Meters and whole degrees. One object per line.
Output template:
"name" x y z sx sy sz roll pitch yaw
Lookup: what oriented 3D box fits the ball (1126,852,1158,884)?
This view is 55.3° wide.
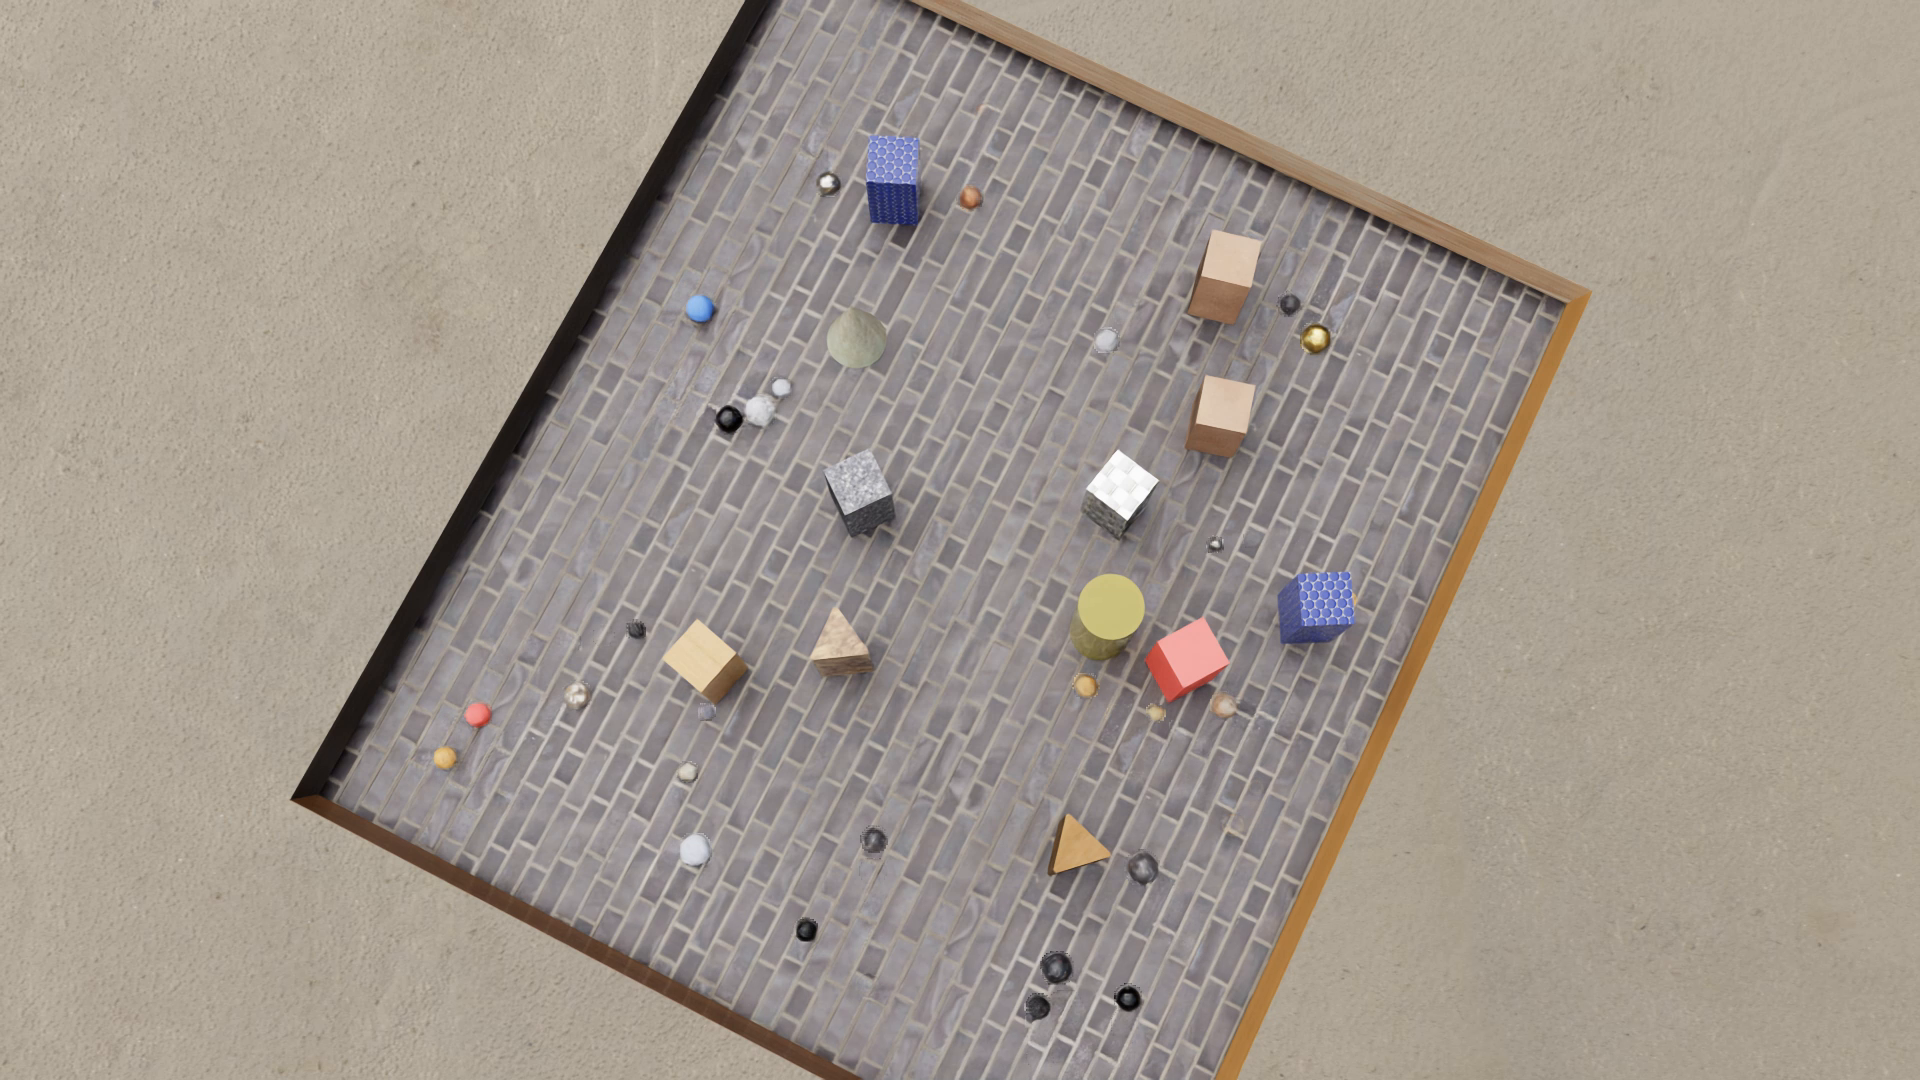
"ball" 0.536 0.962 5.369 0.094 0.094 0.094 0 78 0

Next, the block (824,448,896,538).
"block" -0.298 -0.137 5.482 0.150 0.319 0.150 -25 79 -5

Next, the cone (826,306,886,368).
"cone" -0.324 -0.662 5.590 0.188 0.319 0.188 0 78 0

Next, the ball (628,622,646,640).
"ball" -0.977 0.274 5.534 0.051 0.051 0.051 0 78 0

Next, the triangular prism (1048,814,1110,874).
"triangular prism" 0.318 0.863 5.248 0.163 0.372 0.141 -16 79 -3

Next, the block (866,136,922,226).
"block" -0.204 -1.111 5.678 0.150 0.329 0.150 4 78 1

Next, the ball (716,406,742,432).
"ball" -0.713 -0.372 5.651 0.083 0.083 0.083 0 78 0

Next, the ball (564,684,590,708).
"ball" -1.146 0.467 5.481 0.077 0.077 0.077 0 78 0

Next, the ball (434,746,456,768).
"ball" -1.532 0.648 5.449 0.066 0.066 0.066 0 78 0

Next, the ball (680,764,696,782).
"ball" -0.809 0.691 5.447 0.052 0.052 0.052 0 78 0

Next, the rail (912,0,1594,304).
"rail" 0.692 -1.348 5.832 2.796 0.122 0.045 26 80 5

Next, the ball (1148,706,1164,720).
"ball" 0.588 0.519 5.486 0.045 0.045 0.045 0 78 0

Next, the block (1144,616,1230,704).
"block" 0.659 0.355 5.353 0.150 0.373 0.150 -28 80 -5

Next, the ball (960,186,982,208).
"ball" 0.033 -1.086 5.804 0.072 0.072 0.072 0 78 0

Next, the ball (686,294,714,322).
"ball" -0.812 -0.723 5.723 0.085 0.085 0.085 0 78 0

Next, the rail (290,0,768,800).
"rail" -1.229 -0.595 5.676 0.045 0.122 3.141 26 80 5

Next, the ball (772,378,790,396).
"ball" -0.554 -0.472 5.685 0.058 0.058 0.058 0 78 0

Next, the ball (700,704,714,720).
"ball" -0.758 0.516 5.487 0.044 0.044 0.044 0 78 0

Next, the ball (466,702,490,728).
"ball" -1.440 0.522 5.471 0.073 0.073 0.073 0 78 0

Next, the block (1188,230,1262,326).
"block" 0.805 -0.799 5.604 0.150 0.348 0.150 14 79 3

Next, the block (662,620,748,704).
"block" -0.744 0.362 5.379 0.150 0.319 0.150 40 81 8

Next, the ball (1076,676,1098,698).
"ball" 0.379 0.438 5.492 0.066 0.066 0.066 0 78 0

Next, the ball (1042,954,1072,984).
"ball" 0.282 1.243 5.315 0.087 0.087 0.087 0 78 0

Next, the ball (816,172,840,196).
"ball" -0.417 -1.130 5.812 0.075 0.075 0.075 0 78 0

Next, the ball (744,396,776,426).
"ball" -0.617 -0.398 5.651 0.093 0.093 0.093 0 78 0

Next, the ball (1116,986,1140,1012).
"ball" 0.488 1.328 5.306 0.071 0.071 0.071 0 78 0

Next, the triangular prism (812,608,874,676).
"triangular prism" -0.347 0.296 5.367 0.163 0.368 0.141 -6 78 -1

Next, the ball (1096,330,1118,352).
"ball" 0.458 -0.620 5.709 0.069 0.069 0.069 0 78 0

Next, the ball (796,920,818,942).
"ball" -0.449 1.142 5.348 0.063 0.063 0.063 0 78 0

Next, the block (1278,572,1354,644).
"block" 1.044 0.203 5.395 0.150 0.352 0.150 -3 78 -1

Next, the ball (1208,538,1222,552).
"ball" 0.781 0.016 5.591 0.043 0.043 0.043 0 78 0

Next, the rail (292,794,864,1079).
"rail" -0.692 1.361 5.272 2.796 0.122 0.045 26 80 5

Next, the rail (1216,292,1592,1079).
"rail" 1.229 0.608 5.427 0.045 0.122 3.141 26 80 5

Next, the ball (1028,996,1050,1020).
"ball" 0.227 1.353 5.303 0.066 0.066 0.066 0 78 0

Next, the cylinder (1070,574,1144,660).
"cylinder" 0.425 0.230 5.353 0.188 0.422 0.188 0 78 0

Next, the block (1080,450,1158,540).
"block" 0.474 -0.131 5.490 0.150 0.300 0.150 38 81 7

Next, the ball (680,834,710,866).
"ball" -0.778 0.911 5.382 0.090 0.090 0.090 0 78 0

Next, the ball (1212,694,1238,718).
"ball" 0.792 0.496 5.476 0.075 0.075 0.075 0 78 0

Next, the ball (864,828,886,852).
"ball" -0.251 0.882 5.399 0.069 0.069 0.069 0 78 0

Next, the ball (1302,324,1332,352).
"ball" 1.108 -0.628 5.700 0.090 0.090 0.090 0 78 0

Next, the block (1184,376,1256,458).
"block" 0.783 -0.371 5.543 0.150 0.293 0.150 12 79 2

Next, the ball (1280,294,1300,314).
"ball" 1.032 -0.738 5.736 0.065 0.065 0.065 0 78 0
